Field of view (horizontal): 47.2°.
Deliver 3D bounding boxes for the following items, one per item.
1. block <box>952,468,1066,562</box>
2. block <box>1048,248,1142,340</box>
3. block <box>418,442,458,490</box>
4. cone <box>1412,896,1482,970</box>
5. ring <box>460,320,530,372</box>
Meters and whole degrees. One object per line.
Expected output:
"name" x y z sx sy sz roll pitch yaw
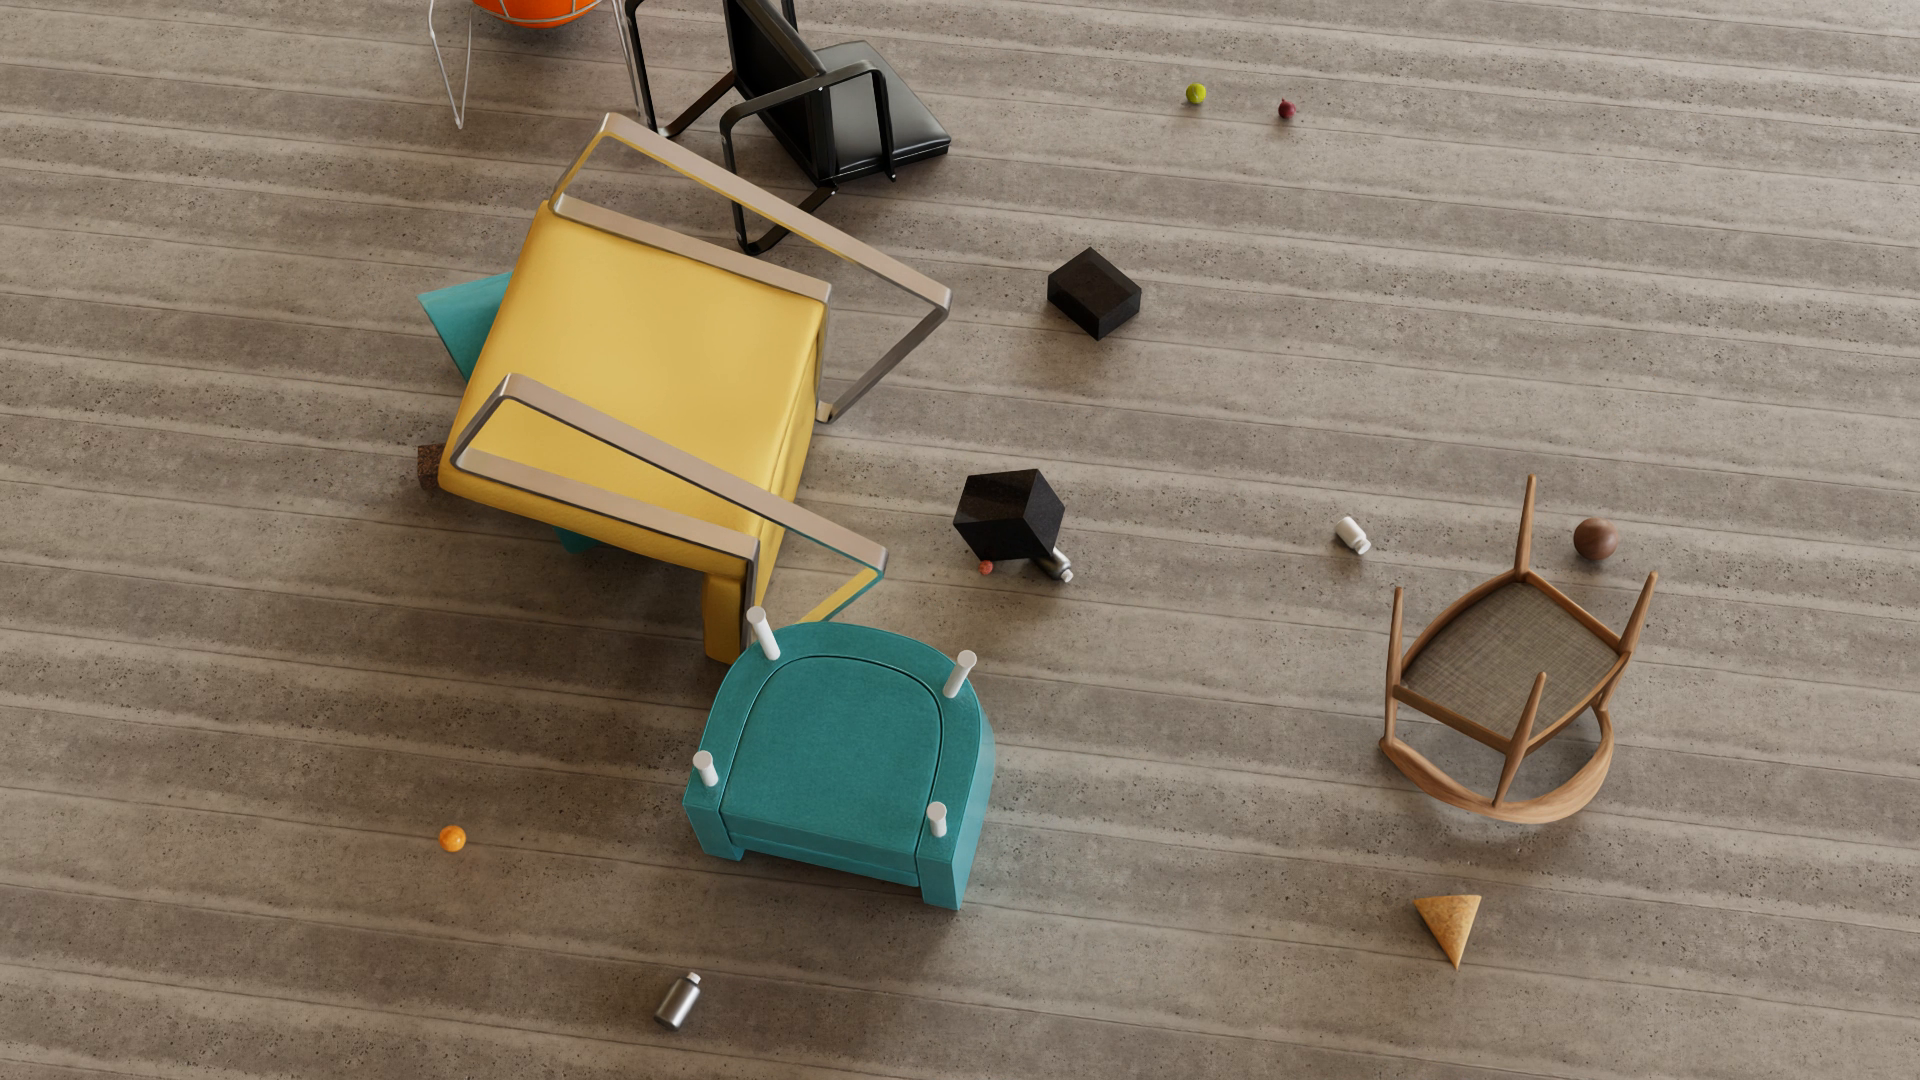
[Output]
"block" 0.145 -0.071 6.453 0.237 0.190 0.178 -5 51 31
"block" 0.428 -0.788 7.034 0.185 0.114 0.237 -36 63 -22
"block" -1.587 -0.224 6.678 0.105 0.077 0.112 -6 56 -4
"cone" 1.307 1.049 5.846 0.188 0.082 0.191 -2 68 -3
"ring" -1.467 -0.613 6.945 0.223 0.068 0.187 1 57 -1
